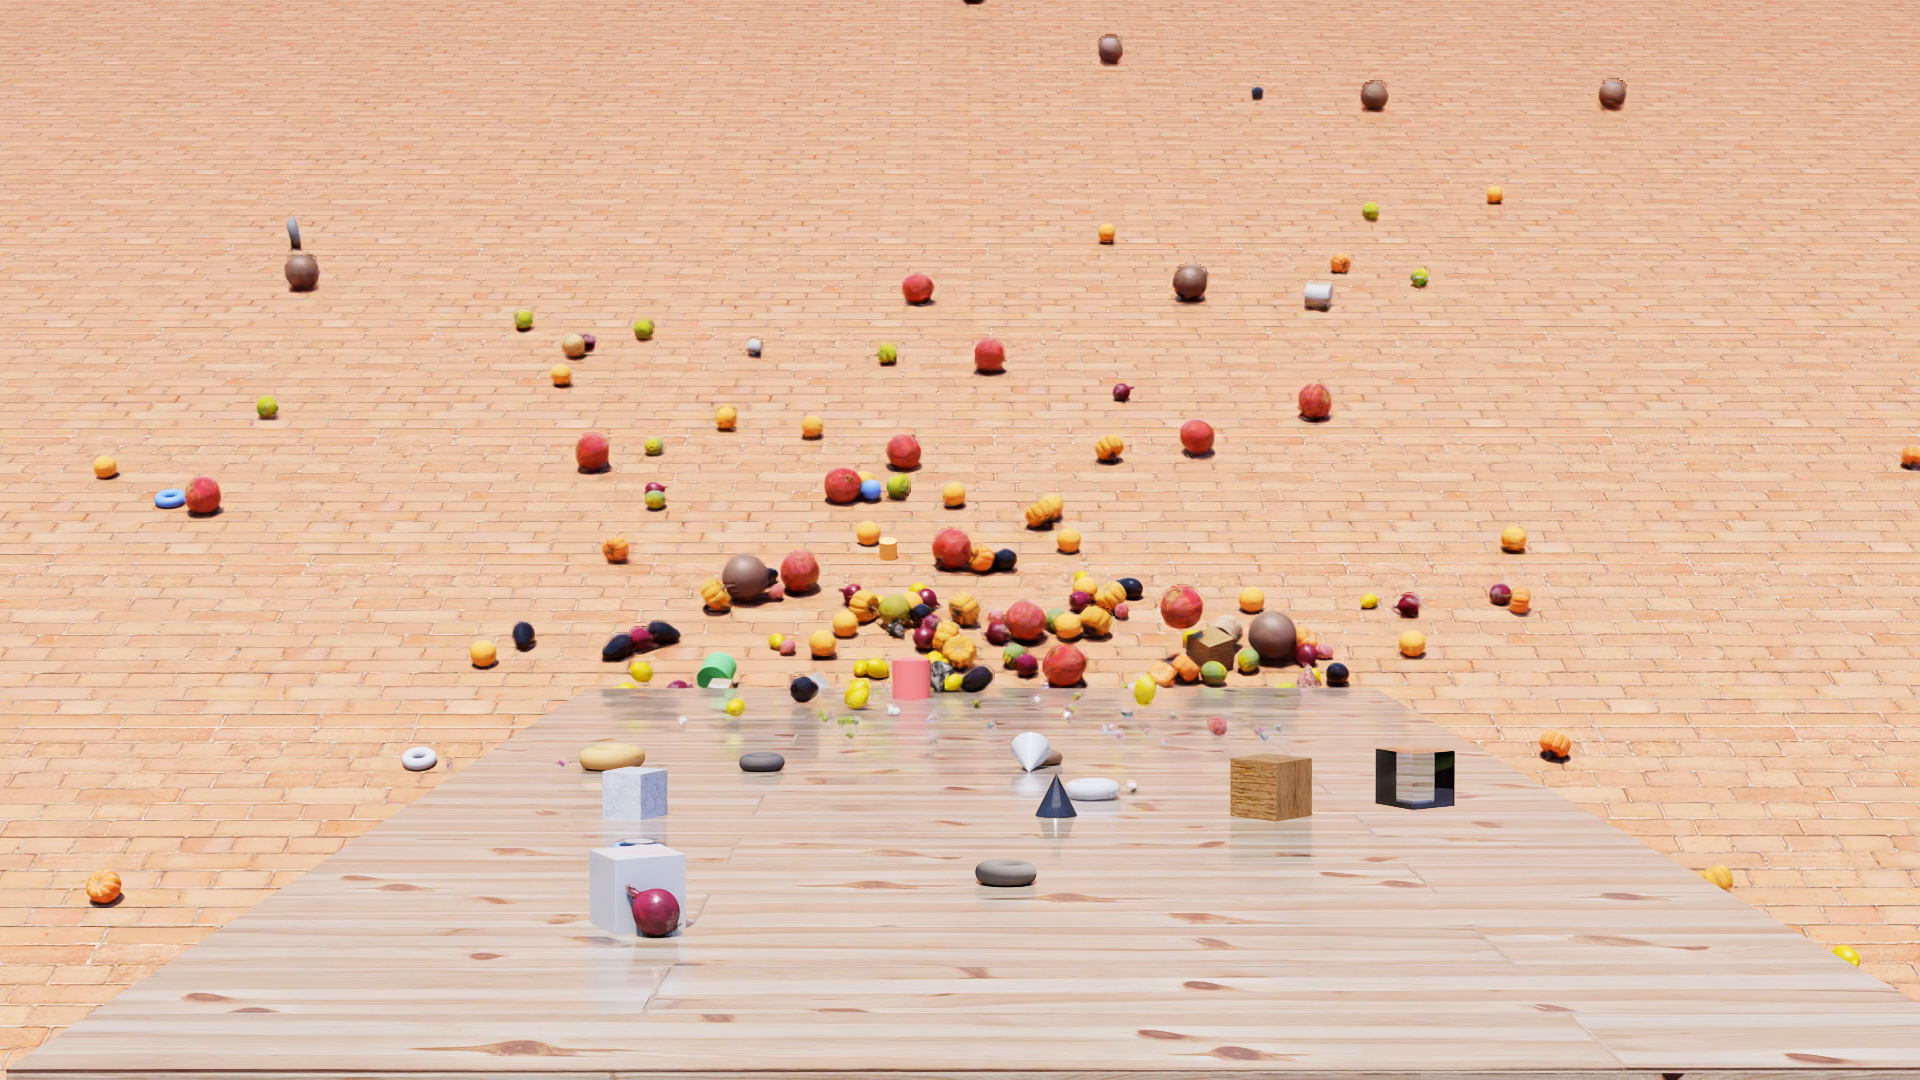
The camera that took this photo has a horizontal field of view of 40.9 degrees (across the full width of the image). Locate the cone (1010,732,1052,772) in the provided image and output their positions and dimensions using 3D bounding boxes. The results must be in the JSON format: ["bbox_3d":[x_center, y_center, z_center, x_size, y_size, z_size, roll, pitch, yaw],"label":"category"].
[{"bbox_3d":[0.132,0.419,4.888,0.078,0.078,0.078,2,29,4],"label":"cone"}]

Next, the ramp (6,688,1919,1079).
[{"bbox_3d":[0.055,0.499,4.546,2.000,0.100,4.000,0,2,0],"label":"ramp"}]

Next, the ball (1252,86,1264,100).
[{"bbox_3d":[1.426,-2.143,12.348,0.060,0.060,0.060,0,24,0],"label":"ball"}]

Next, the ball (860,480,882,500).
[{"bbox_3d":[-0.273,-0.153,7.877,0.065,0.065,0.065,0,24,0],"label":"ball"}]

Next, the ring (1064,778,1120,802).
[{"bbox_3d":[0.231,0.435,4.487,0.098,0.033,0.098,-1,1,0],"label":"ring"}]

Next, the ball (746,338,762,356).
[{"bbox_3d":[-0.725,-0.679,9.064,0.059,0.059,0.059,0,24,0],"label":"ball"}]

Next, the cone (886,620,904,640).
[{"bbox_3d":[-0.166,0.254,7.016,0.053,0.053,0.053,-15,55,-30],"label":"cone"}]

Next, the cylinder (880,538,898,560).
[{"bbox_3d":[-0.209,0.026,7.492,0.052,0.052,0.052,0,24,0],"label":"cylinder"}]

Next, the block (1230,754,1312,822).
[{"bbox_3d":[0.517,0.410,4.278,0.096,0.096,0.096,2,3,45],"label":"block"}]

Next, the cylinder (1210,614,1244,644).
[{"bbox_3d":[0.710,0.255,6.941,0.082,0.082,0.082,12,27,25],"label":"cylinder"}]

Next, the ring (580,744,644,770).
[{"bbox_3d":[-0.664,0.415,4.917,0.125,0.042,0.125,-1,3,0],"label":"ring"}]

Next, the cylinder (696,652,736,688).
[{"bbox_3d":[-0.635,0.350,6.724,0.086,0.086,0.086,4,24,8],"label":"cylinder"}]

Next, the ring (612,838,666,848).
[{"bbox_3d":[-0.477,0.461,3.828,0.087,0.029,0.087,1,1,0],"label":"ring"}]

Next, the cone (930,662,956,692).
[{"bbox_3d":[-0.053,0.360,6.459,0.083,0.083,0.083,0,29,0],"label":"cone"}]

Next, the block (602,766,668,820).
[{"bbox_3d":[-0.539,0.420,4.275,0.077,0.077,0.077,1,2,28],"label":"block"}]

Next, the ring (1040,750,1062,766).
[{"bbox_3d":[0.161,0.421,4.977,0.075,0.025,0.075,1,1,0],"label":"ring"}]

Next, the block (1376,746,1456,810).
[{"bbox_3d":[0.779,0.406,4.408,0.095,0.095,0.095,-1,2,-31],"label":"block"}]

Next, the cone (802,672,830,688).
[{"bbox_3d":[-0.399,0.397,6.674,0.090,0.090,0.090,-18,14,29],"label":"cone"}]

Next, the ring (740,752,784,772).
[{"bbox_3d":[-0.376,0.422,4.892,0.087,0.029,0.087,-1,3,0],"label":"ring"}]

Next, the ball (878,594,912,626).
[{"bbox_3d":[-0.179,0.194,7.068,0.091,0.091,0.091,0,24,0],"label":"ball"}]

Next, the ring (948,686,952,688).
[{"bbox_3d":[-0.076,0.411,6.633,0.147,0.049,0.147,1,23,0],"label":"ring"}]

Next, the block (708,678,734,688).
[{"bbox_3d":[-0.619,0.394,6.663,0.054,0.054,0.054,4,24,8],"label":"block"}]

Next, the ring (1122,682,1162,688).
[{"bbox_3d":[0.470,0.413,6.630,0.146,0.049,0.146,0,25,0],"label":"ring"}]

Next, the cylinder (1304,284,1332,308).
[{"bbox_3d":[1.325,-0.903,9.530,0.087,0.087,0.087,2,23,24],"label":"cylinder"}]

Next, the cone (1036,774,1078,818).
[{"bbox_3d":[0.160,0.423,4.286,0.071,0.071,0.071,0,2,0],"label":"cone"}]

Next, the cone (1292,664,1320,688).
[{"bbox_3d":[0.900,0.361,6.681,0.099,0.099,0.099,0,24,0],"label":"cone"}]

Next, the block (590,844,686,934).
[{"bbox_3d":[-0.413,0.447,3.302,0.095,0.095,0.095,-1,2,-28],"label":"block"}]

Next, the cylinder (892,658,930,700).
[{"bbox_3d":[-0.118,0.339,6.291,0.093,0.093,0.093,0,2,0],"label":"cylinder"}]

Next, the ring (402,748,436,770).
[{"bbox_3d":[-1.337,0.540,6.367,0.086,0.029,0.086,0,26,0],"label":"ring"}]

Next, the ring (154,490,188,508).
[{"bbox_3d":[-2.408,-0.127,7.859,0.097,0.032,0.097,0,26,0],"label":"ring"}]

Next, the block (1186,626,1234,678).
[{"bbox_3d":[0.665,0.297,6.837,0.090,0.090,0.090,-16,29,-32],"label":"block"}]

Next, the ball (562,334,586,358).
[{"bbox_3d":[-1.356,-0.683,9.048,0.081,0.081,0.081,0,24,0],"label":"ball"}]

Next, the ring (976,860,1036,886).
[{"bbox_3d":[0.064,0.468,3.623,0.087,0.029,0.087,1,1,0],"label":"ring"}]
